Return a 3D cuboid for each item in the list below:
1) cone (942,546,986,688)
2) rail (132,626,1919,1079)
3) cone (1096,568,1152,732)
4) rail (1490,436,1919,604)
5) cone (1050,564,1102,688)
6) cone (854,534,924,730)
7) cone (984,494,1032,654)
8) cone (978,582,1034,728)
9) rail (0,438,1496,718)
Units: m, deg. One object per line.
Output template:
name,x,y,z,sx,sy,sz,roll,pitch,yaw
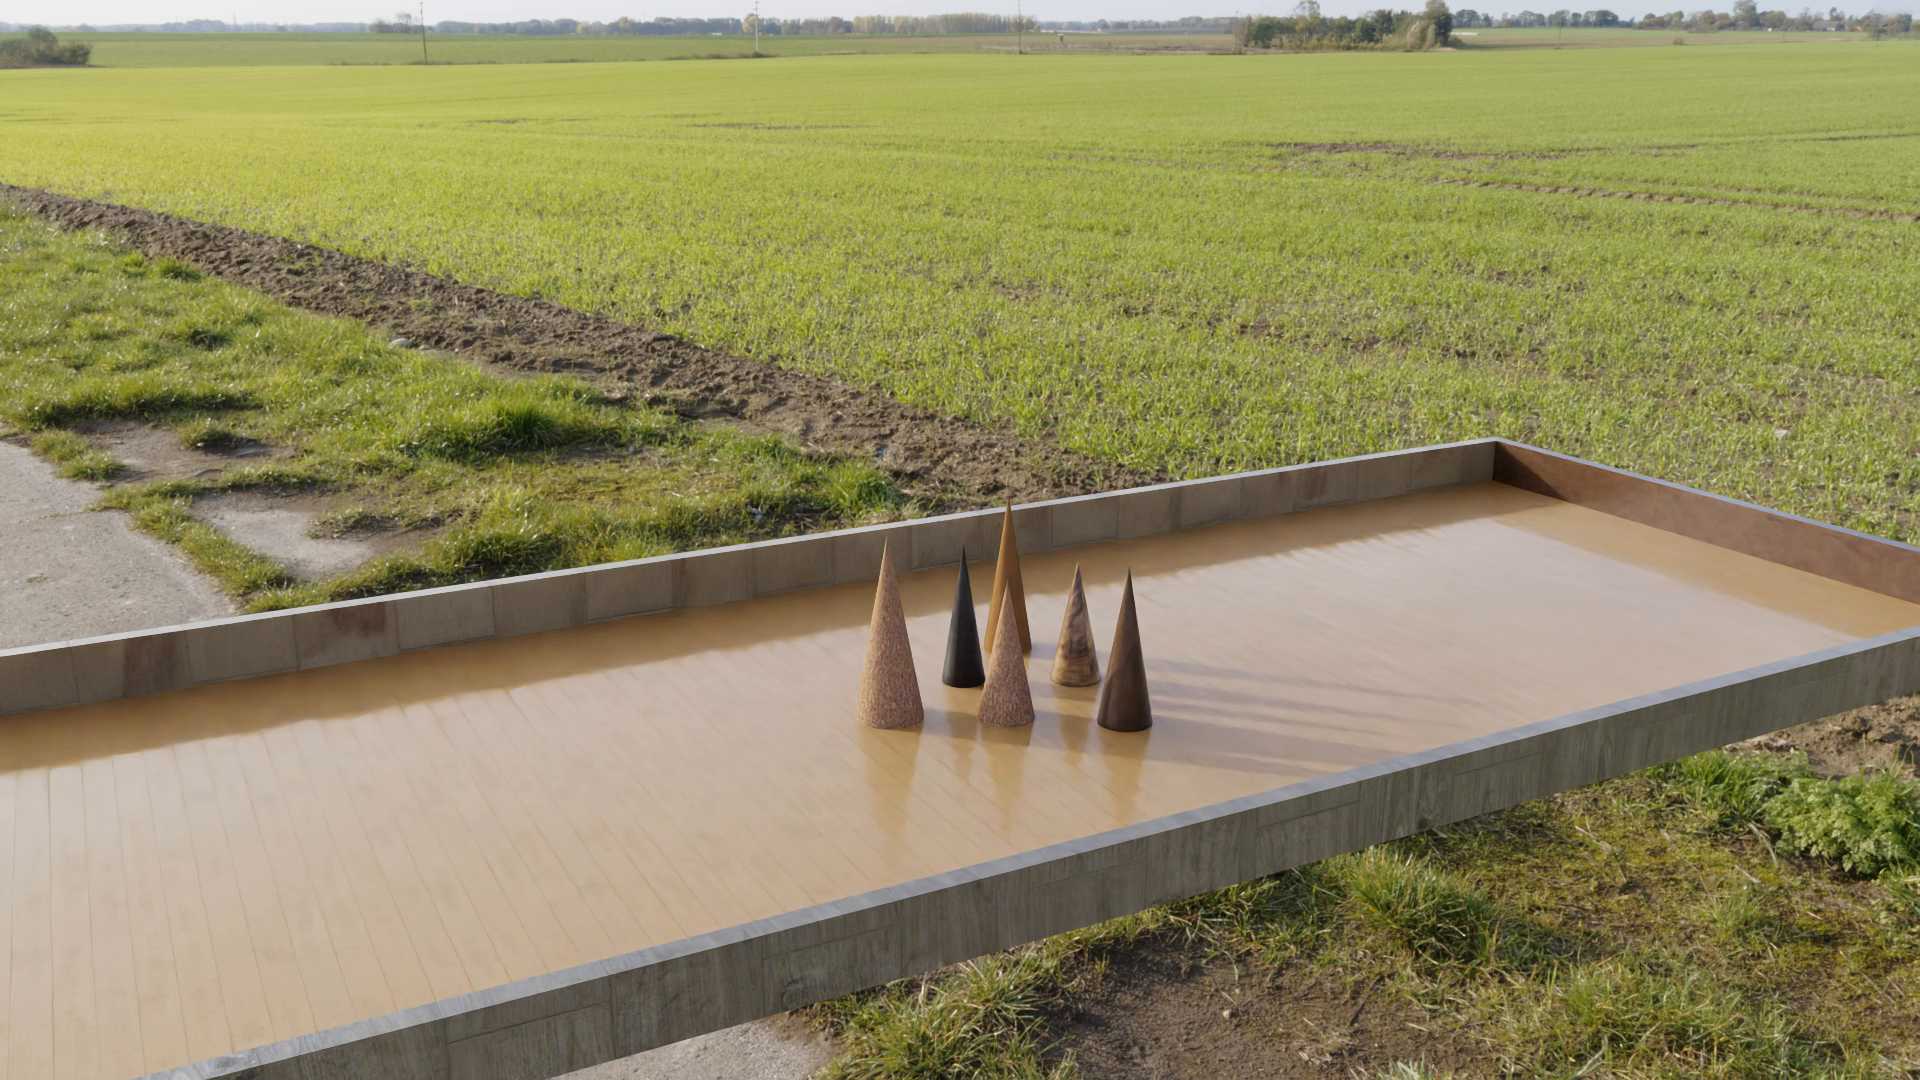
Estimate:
cone,0.009,0.180,4.105,0.111,0.359,0.111,0,16,0
rail,-2.336,1.006,1.665,12.000,0.150,0.050,-9,18,-27
cone,0.389,0.244,3.843,0.132,0.385,0.132,0,16,0
rail,2.466,-0.048,5.253,0.050,0.150,2.100,-9,18,-27
cone,0.292,0.199,4.124,0.130,0.313,0.130,0,16,0
cone,-0.168,0.202,3.866,0.166,0.452,0.166,0,16,0
cone,0.127,0.082,4.327,0.129,0.422,0.129,0,16,0
cone,0.110,0.256,3.878,0.136,0.342,0.136,0,16,0
rail,-3.305,0.497,3.399,12.000,0.150,0.050,-9,18,-27
